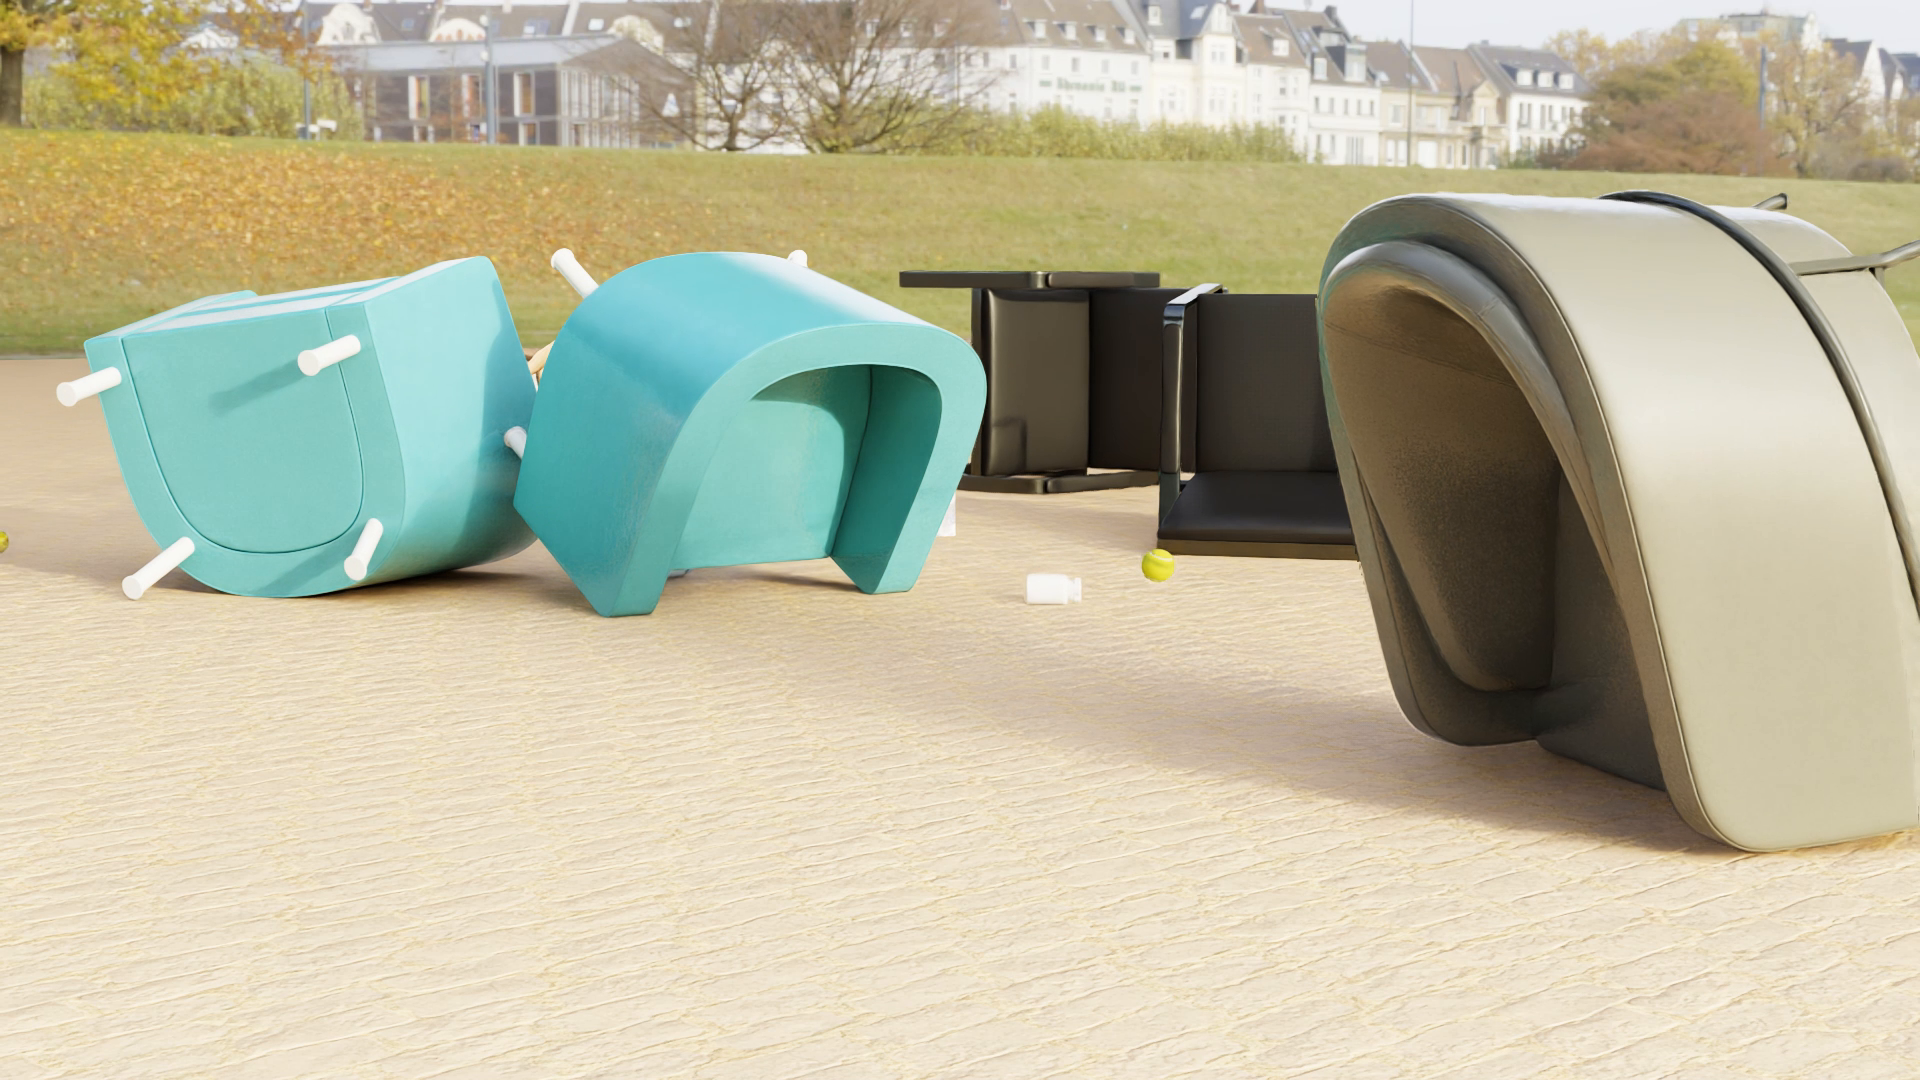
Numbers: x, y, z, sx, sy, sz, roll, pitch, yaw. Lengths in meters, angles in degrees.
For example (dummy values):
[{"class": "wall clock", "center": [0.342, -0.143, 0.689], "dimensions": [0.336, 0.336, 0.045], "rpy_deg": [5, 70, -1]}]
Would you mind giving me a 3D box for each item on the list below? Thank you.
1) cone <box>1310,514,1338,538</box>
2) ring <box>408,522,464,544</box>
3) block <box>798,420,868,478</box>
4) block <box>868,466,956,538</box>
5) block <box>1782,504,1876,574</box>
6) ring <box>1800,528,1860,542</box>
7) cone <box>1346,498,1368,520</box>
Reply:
[{"class": "cone", "center": [0.904, -0.021, 6.470], "dimensions": [0.080, 0.067, 0.063], "rpy_deg": [4, -26, -36]}, {"class": "ring", "center": [-1.306, -0.018, 6.398], "dimensions": [0.108, 0.039, 0.264], "rpy_deg": [0, 6, 9]}, {"class": "block", "center": [-0.420, -0.301, 8.452], "dimensions": [0.180, 0.181, 0.146], "rpy_deg": [3, 6, 24]}, {"class": "block", "center": [-0.126, -0.100, 6.596], "dimensions": [0.173, 0.161, 0.239], "rpy_deg": [-1, 6, -14]}, {"class": "block", "center": [1.961, -0.005, 5.795], "dimensions": [0.151, 0.137, 0.144], "rpy_deg": [-6, 8, -45]}, {"class": "ring", "center": [2.170, -0.013, 6.400], "dimensions": [0.120, 0.028, 0.149], "rpy_deg": [-6, 8, -41]}, {"class": "cone", "center": [1.074, -0.086, 6.953], "dimensions": [0.074, 0.060, 0.042], "rpy_deg": [-4, 7, -34]}]
